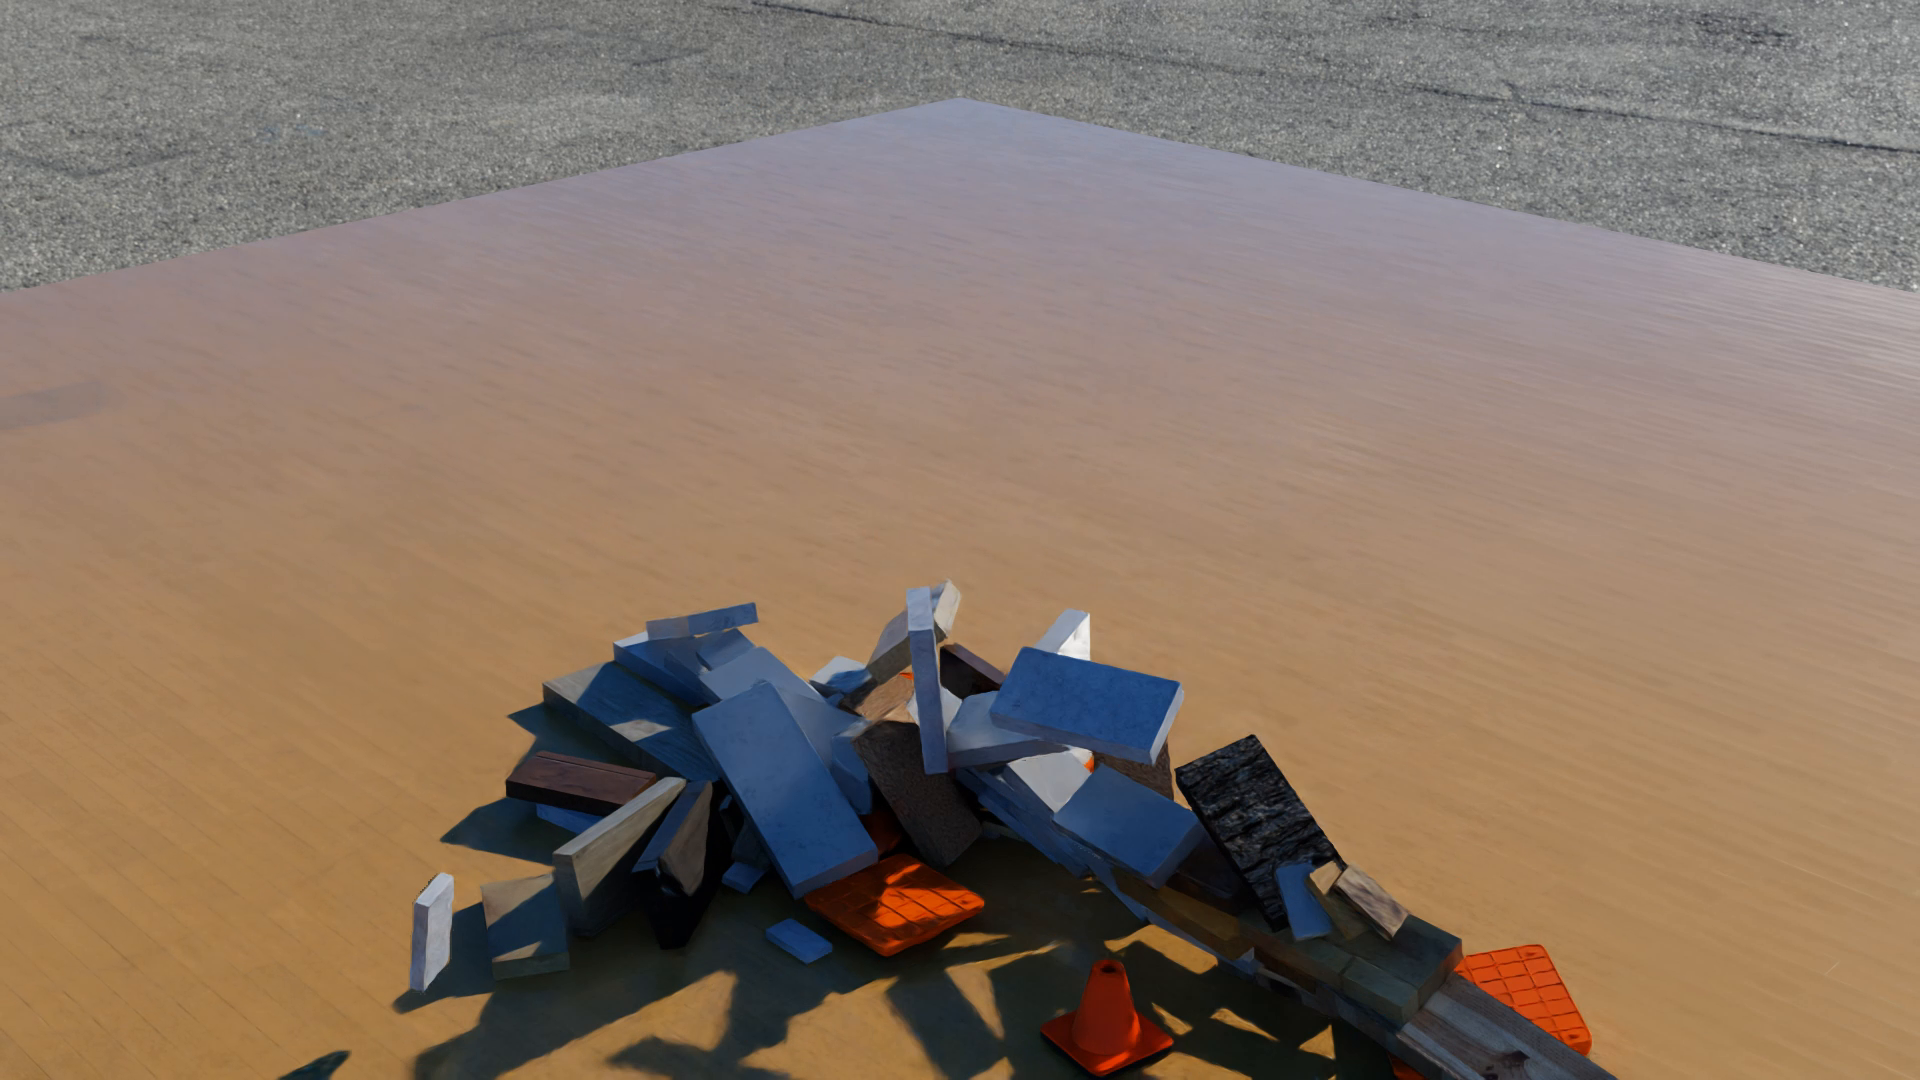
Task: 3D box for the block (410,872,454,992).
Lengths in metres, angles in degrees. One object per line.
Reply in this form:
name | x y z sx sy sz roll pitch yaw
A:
block | -0.895 0.665 3.728 0.026 0.183 0.091 16 28 9

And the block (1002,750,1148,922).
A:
block | 0.265 0.550 4.209 0.139 0.039 0.404 -22 54 -38

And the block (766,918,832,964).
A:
block | -0.295 0.731 4.015 0.060 0.017 0.120 -21 30 -40

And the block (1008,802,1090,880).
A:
block | 0.199 0.563 4.284 0.101 0.029 0.202 -25 58 -39

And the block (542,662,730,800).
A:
block | -0.664 0.410 4.734 0.167 0.047 0.619 -19 29 -37

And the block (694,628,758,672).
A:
block | -0.474 0.280 4.799 0.108 0.030 0.215 -31 46 -24

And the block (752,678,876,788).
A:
block | -0.300 0.402 4.403 0.316 0.045 0.158 20 54 14

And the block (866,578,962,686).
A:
block | -0.094 0.192 4.681 0.176 0.050 0.352 -37 7 11

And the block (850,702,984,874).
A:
block | -0.083 0.480 4.286 0.043 0.302 0.151 -30 4 35

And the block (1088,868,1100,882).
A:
block | 0.259 0.606 4.222 0.045 0.091 0.013 -18 -7 -39

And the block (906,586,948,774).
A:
block | -0.062 0.268 4.199 0.045 0.319 0.159 -6 28 0

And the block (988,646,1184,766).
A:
block | 0.231 0.301 4.028 0.319 0.045 0.159 12 53 24

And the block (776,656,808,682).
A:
block | -0.378 0.335 4.801 0.108 0.030 0.215 -17 42 -37

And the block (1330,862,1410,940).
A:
block | 0.680 0.598 3.648 0.126 0.018 0.063 42 49 6

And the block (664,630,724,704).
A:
block | -0.493 0.316 4.871 0.160 0.045 0.320 -21 43 -41

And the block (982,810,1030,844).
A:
block | 0.108 0.570 4.354 0.122 0.017 0.061 17 19 8

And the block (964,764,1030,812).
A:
block | 0.092 0.451 4.336 0.202 0.029 0.101 33 41 31

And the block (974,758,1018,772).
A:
block | 0.145 0.351 4.250 0.278 0.039 0.139 -24 29 39

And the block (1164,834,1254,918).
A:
block | 0.425 0.565 3.941 0.145 0.041 0.377 -36 23 -21

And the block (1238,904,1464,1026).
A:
block | 0.655 0.671 3.708 0.338 0.048 0.169 24 52 39

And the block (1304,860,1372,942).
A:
block | 0.631 0.599 3.647 0.063 0.018 0.126 -22 68 -38

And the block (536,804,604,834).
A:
block | -0.705 0.551 4.412 0.271 0.038 0.135 16 28 33

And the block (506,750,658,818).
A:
block | -0.765 0.495 4.446 0.271 0.038 0.135 9 25 20

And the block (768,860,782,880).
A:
block | -0.314 0.570 4.234 0.091 0.026 0.183 4 48 -2

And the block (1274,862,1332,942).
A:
block | 0.571 0.601 3.659 0.063 0.018 0.126 -11 57 -3

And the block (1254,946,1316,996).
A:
block | 0.645 0.733 3.795 0.248 0.035 0.124 28 52 37

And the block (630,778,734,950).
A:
block | -0.512 0.603 4.117 0.047 0.167 0.333 -12 19 17

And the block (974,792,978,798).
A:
block | 0.062 0.450 4.478 0.076 0.022 0.168 13 54 -24

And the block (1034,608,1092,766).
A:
block | 0.205 0.335 4.438 0.050 0.352 0.176 12 33 24

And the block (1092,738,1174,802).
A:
block | 0.330 0.455 4.176 0.139 0.278 0.039 0 -18 -17

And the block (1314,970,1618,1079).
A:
block | 0.847 0.827 3.526 0.169 0.048 0.602 -31 38 -25

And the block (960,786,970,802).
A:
block | -0.080 0.454 4.553 0.127 0.036 0.254 -6 40 -18

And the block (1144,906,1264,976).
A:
block | 0.469 0.686 3.971 0.124 0.035 0.248 -37 39 -29

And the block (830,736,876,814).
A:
block | -0.209 0.459 4.291 0.076 0.152 0.022 -5 -3 22

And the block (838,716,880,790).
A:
block | -0.169 0.426 4.337 0.152 0.022 0.076 46 57 10

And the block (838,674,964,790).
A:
block | -0.083 0.391 4.567 0.316 0.045 0.158 30 43 26

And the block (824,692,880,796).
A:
block | -0.219 0.426 4.612 0.127 0.036 0.254 -22 49 -41

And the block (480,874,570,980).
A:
block | -0.801 0.709 4.041 0.135 0.038 0.271 -6 24 -14

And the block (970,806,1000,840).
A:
block | 0.033 0.564 4.409 0.122 0.017 0.061 14 27 29

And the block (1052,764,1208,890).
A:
block | 0.308 0.518 3.995 0.145 0.041 0.290 -47 35 -14

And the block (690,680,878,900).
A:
block | -0.344 0.478 4.261 0.176 0.050 0.459 -23 52 -19

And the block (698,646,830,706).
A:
block | -0.400 0.340 4.602 0.158 0.045 0.360 -27 32 -20

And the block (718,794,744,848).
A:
block | -0.435 0.561 4.285 0.017 0.120 0.060 -13 20 15

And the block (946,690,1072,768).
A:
block | 0.108 0.349 4.208 0.362 0.043 0.151 -15 36 49

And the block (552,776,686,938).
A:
block | -0.622 0.593 4.142 0.047 0.166 0.333 0 20 33

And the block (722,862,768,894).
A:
block | -0.404 0.635 4.226 0.060 0.017 0.120 22 28 14

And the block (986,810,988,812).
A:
block | 0.122 0.555 4.431 0.122 0.017 0.061 13 26 28

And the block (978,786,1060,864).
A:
block | 0.144 0.541 4.329 0.202 0.029 0.101 37 44 17

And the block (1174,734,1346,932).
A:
block | 0.525 0.502 3.801 0.159 0.045 0.350 -23 48 -11

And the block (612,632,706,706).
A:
block | -0.636 0.283 5.036 0.160 0.045 0.320 -20 30 -39

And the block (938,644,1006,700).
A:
block | 0.056 0.345 4.624 0.043 0.151 0.302 -9 24 -34

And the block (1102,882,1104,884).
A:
block | 0.320 0.659 4.192 0.045 0.013 0.091 -19 30 -38

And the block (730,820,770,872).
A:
block | -0.371 0.555 4.275 0.091 0.026 0.183 17 48 5

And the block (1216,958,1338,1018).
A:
block | 0.591 0.748 3.891 0.248 0.035 0.124 17 45 40

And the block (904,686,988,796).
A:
block | 0.012 0.411 4.427 0.290 0.041 0.145 36 46 -4

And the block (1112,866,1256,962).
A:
block | 0.443 0.628 3.966 0.169 0.048 0.338 -32 29 -21

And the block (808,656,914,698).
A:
block | -0.187 0.330 4.784 0.254 0.036 0.127 17 29 21

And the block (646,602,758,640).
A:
block | -0.588 0.185 4.984 0.160 0.045 0.320 -11 1 -25

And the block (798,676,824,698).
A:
block | -0.306 0.387 4.693 0.215 0.030 0.108 38 42 20
